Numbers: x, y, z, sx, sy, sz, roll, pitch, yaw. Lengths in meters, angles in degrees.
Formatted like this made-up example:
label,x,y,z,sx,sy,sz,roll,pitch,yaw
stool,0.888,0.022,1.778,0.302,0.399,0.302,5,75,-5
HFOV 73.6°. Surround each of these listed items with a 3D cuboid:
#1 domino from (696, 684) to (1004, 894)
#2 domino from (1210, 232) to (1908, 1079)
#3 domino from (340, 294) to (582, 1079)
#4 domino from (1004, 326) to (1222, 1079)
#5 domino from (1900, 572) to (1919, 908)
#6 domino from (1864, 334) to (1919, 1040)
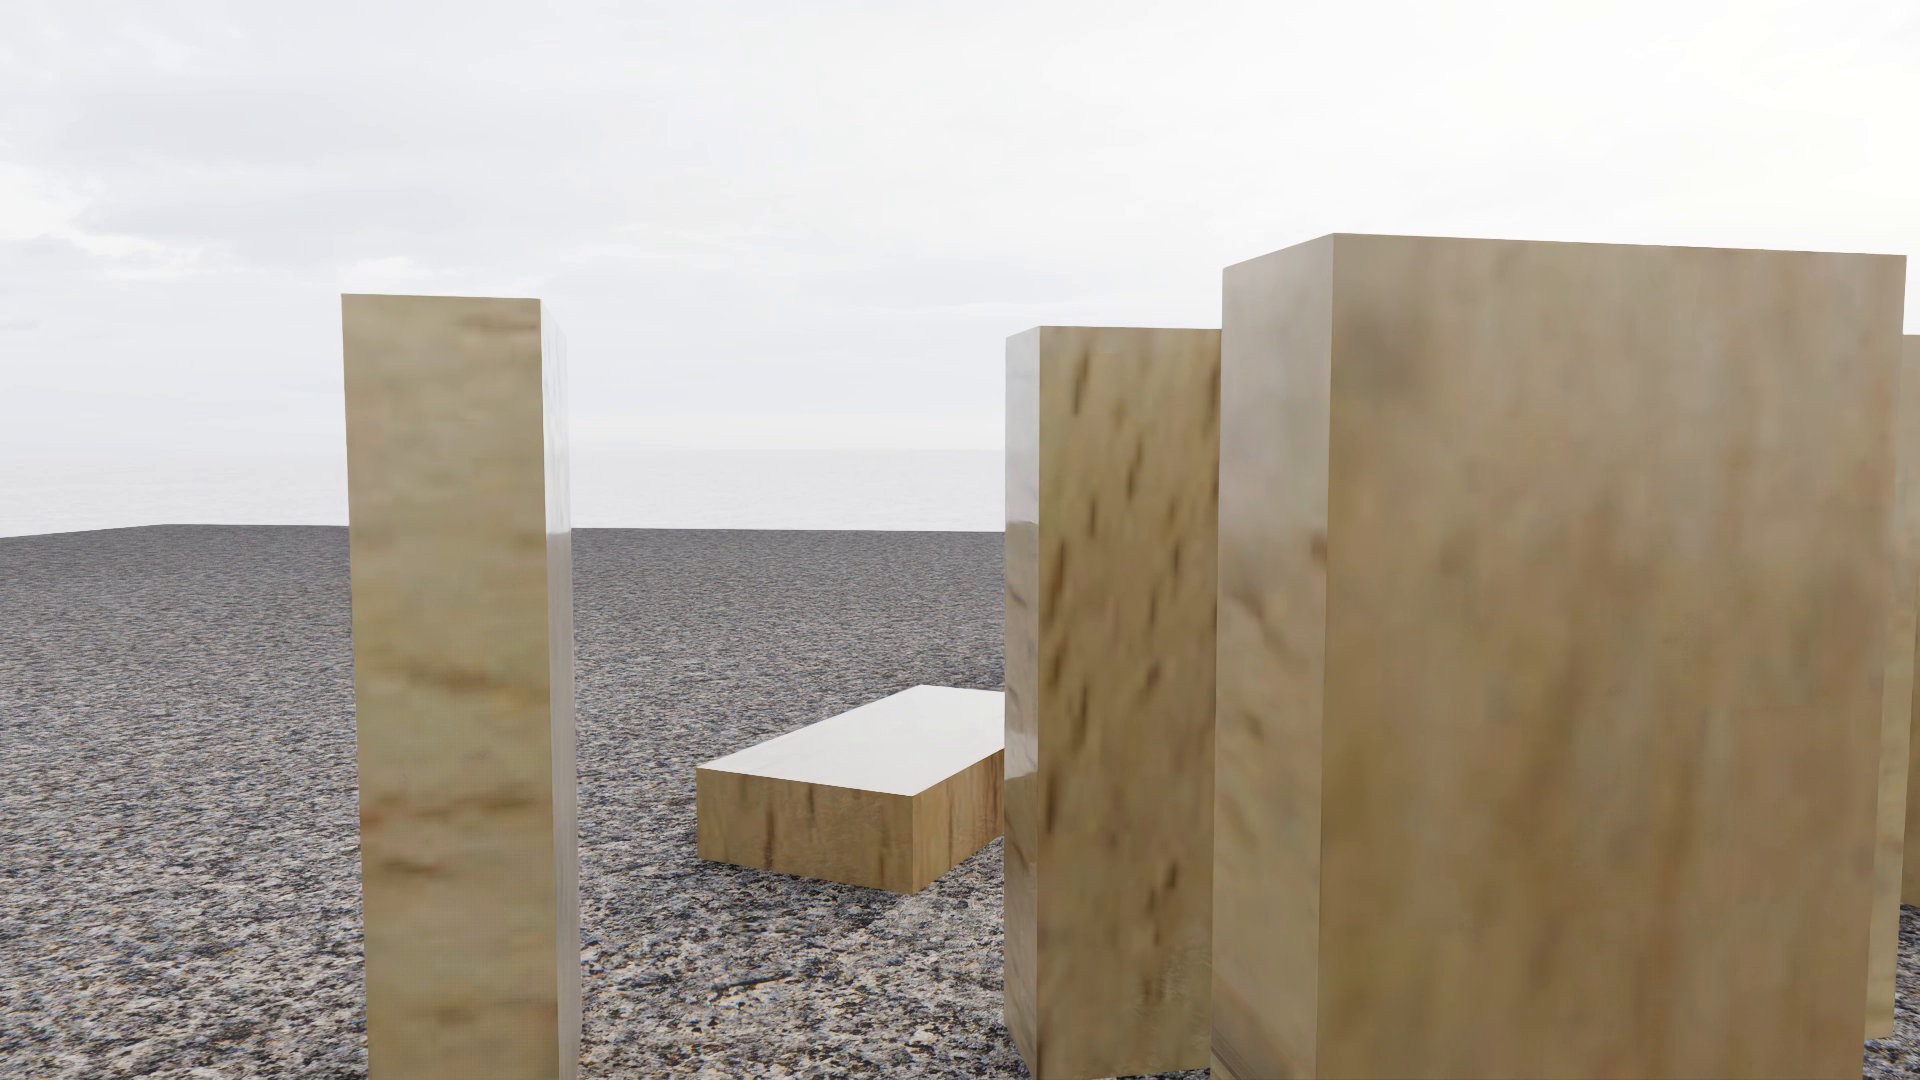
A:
label,x,y,z,sx,sy,sz,roll,pitch,yaw
domino,-0.005,0.027,0.149,0.025,0.009,0.050,2,5,26
domino,0.024,0.013,0.055,0.025,0.050,0.009,-1,4,-13
domino,-0.029,0.012,0.079,0.009,0.050,0.025,-1,4,-14
domino,0.016,0.011,0.090,0.025,0.050,0.009,-1,4,-11
domino,0.095,0.009,0.111,0.010,0.050,0.025,-1,5,-19
domino,0.059,0.010,0.101,0.009,0.050,0.025,-1,4,-14
